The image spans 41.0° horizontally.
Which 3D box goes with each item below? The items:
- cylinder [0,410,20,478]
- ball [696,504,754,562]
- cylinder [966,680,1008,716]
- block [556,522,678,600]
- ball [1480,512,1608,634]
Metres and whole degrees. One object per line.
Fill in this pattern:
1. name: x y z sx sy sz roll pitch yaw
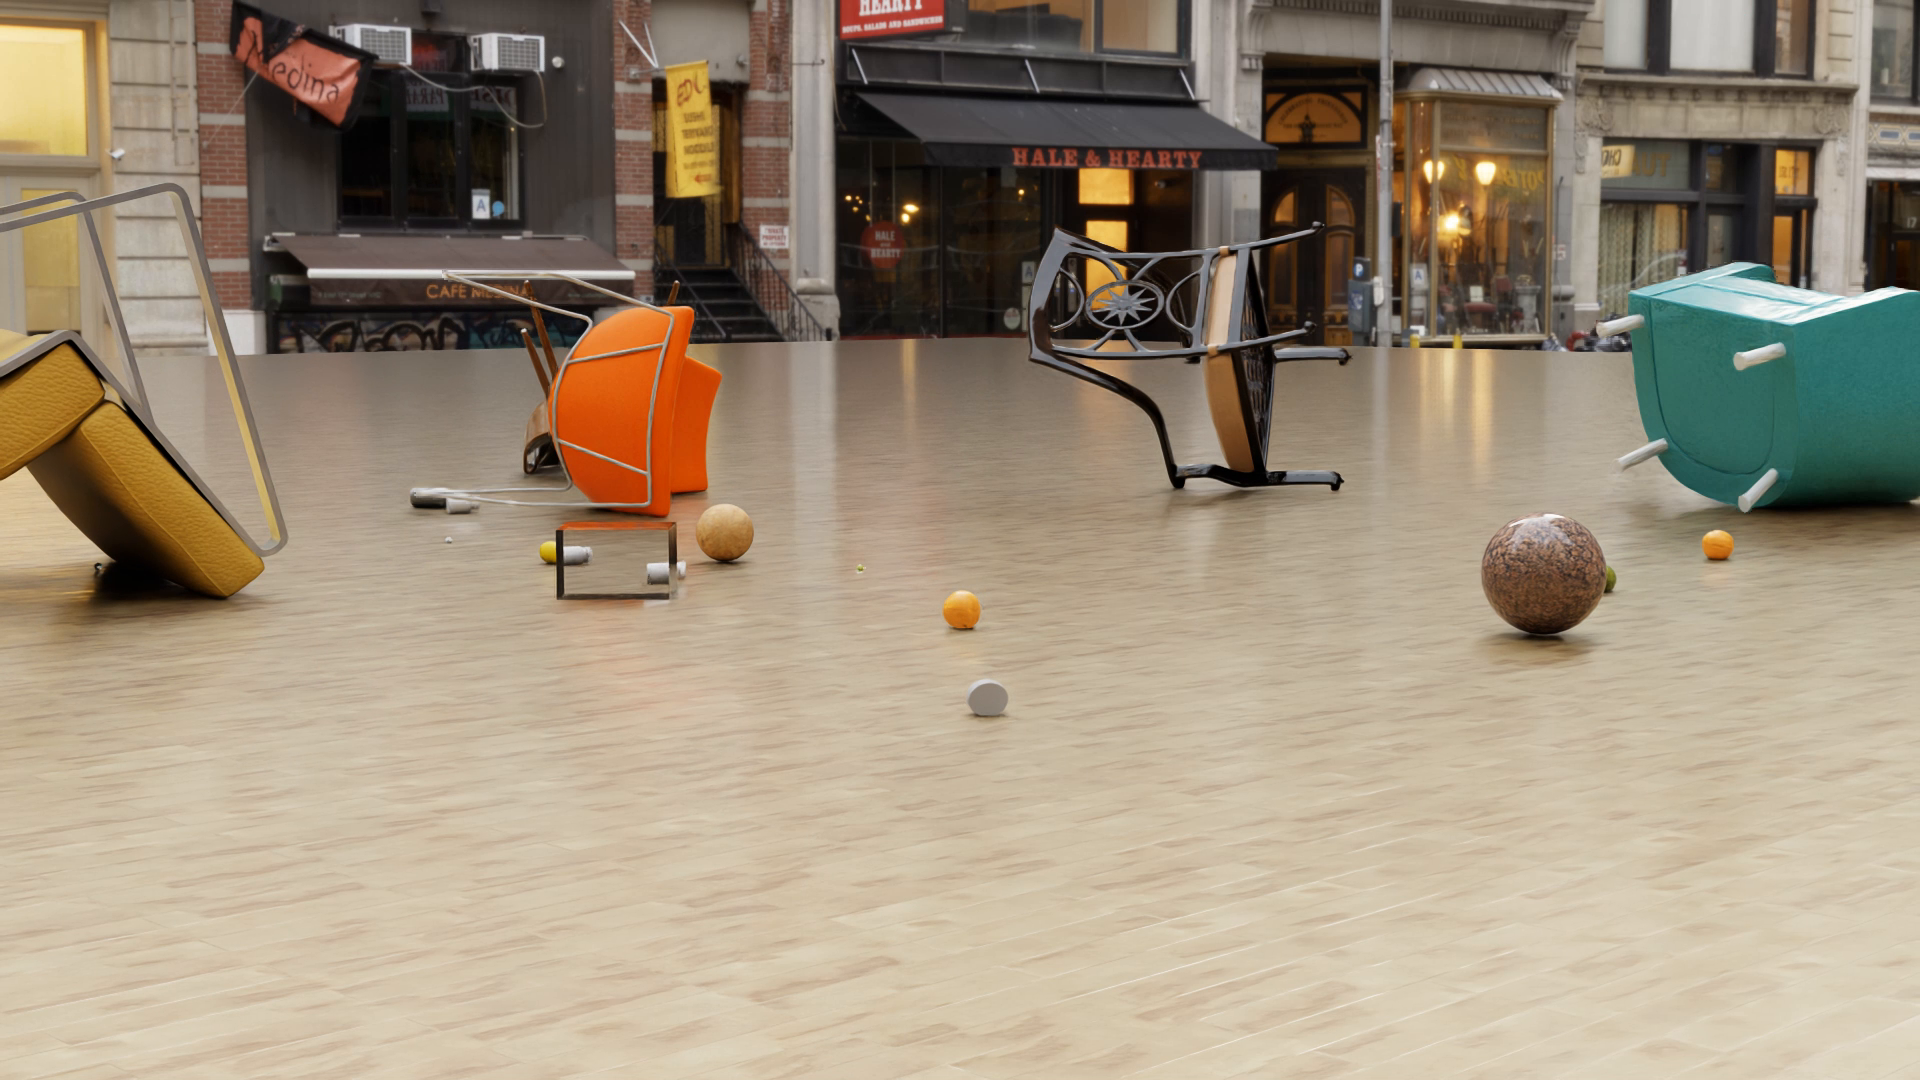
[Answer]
1. cylinder: -3.109 -0.316 8.127 0.199 0.211 0.190 27 16 -48
2. ball: -0.543 -0.017 5.925 0.134 0.134 0.134 0 6 0
3. cylinder: 0.041 0.237 3.859 0.060 0.051 0.037 -9 7 -5
4. block: -0.708 0.042 5.306 0.229 0.143 0.174 0 6 -1
5. ball: 1.073 0.061 4.715 0.227 0.227 0.227 0 6 0
